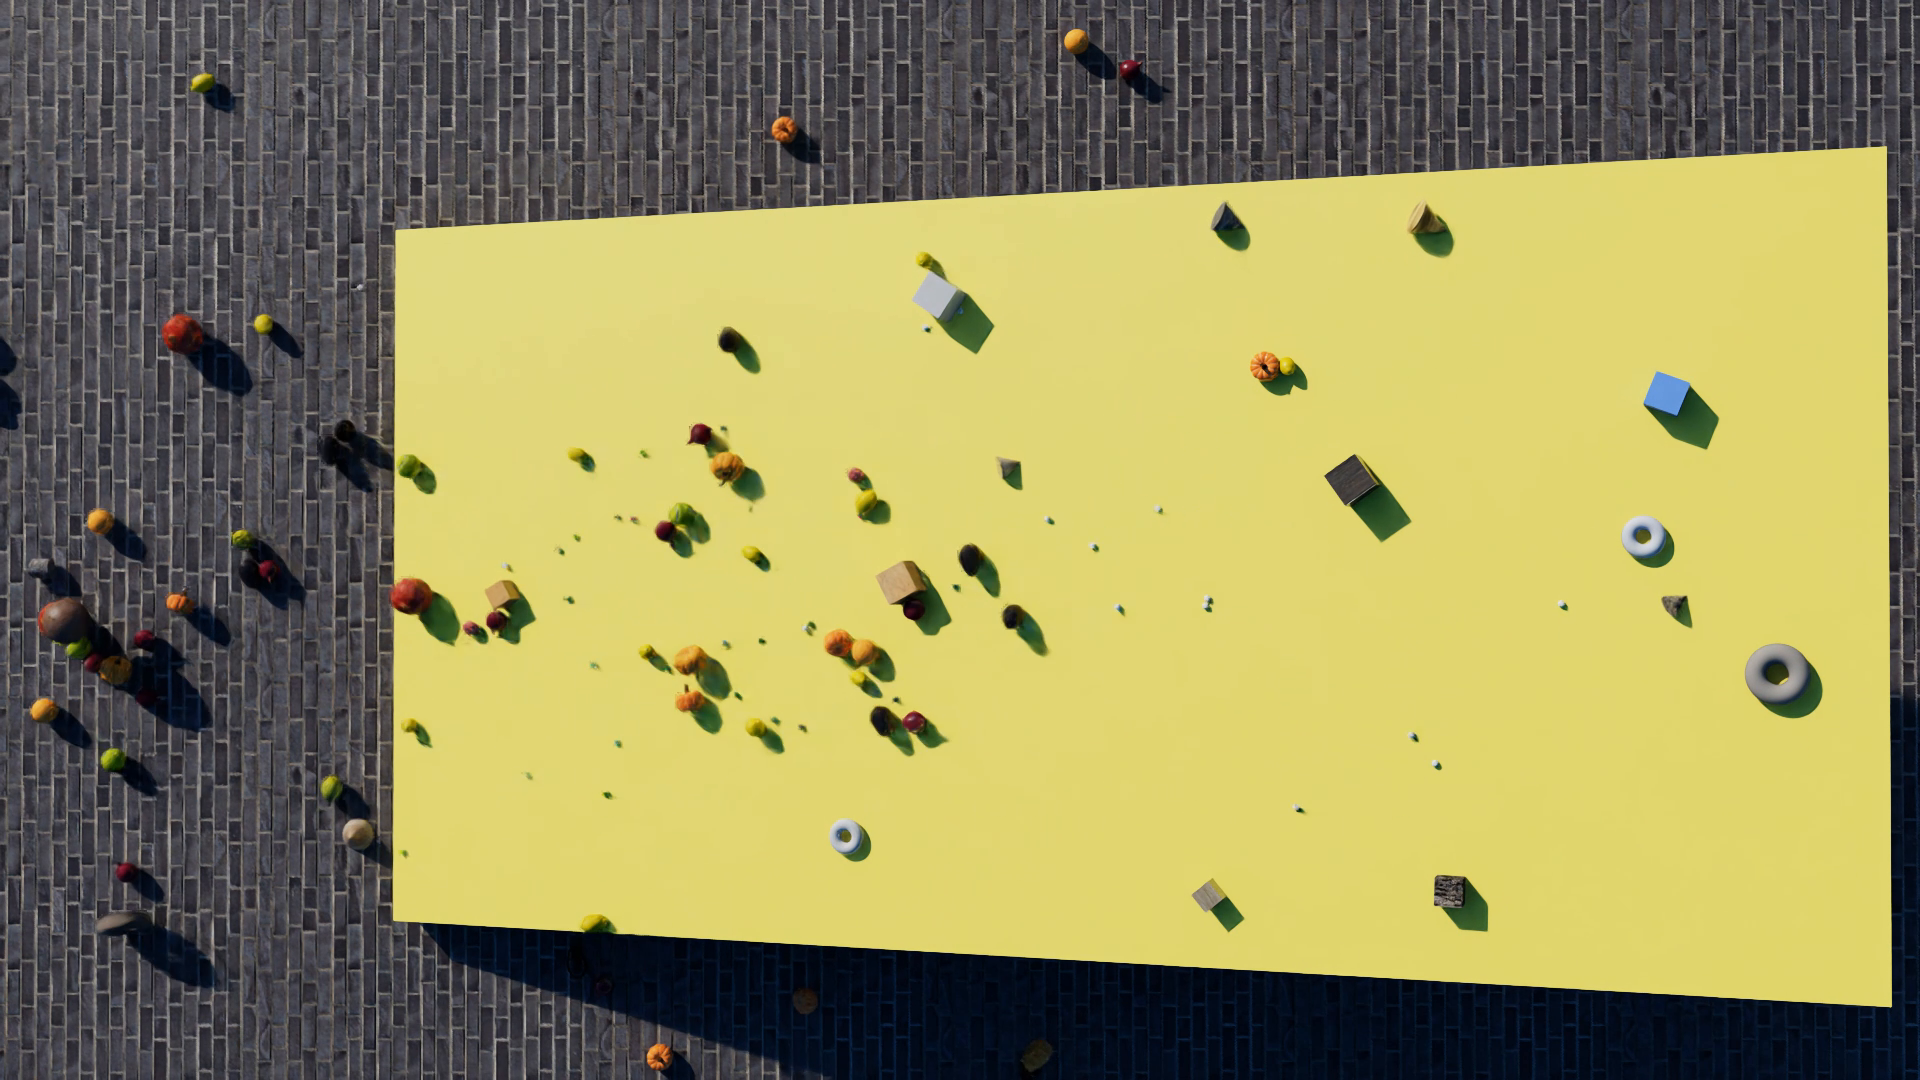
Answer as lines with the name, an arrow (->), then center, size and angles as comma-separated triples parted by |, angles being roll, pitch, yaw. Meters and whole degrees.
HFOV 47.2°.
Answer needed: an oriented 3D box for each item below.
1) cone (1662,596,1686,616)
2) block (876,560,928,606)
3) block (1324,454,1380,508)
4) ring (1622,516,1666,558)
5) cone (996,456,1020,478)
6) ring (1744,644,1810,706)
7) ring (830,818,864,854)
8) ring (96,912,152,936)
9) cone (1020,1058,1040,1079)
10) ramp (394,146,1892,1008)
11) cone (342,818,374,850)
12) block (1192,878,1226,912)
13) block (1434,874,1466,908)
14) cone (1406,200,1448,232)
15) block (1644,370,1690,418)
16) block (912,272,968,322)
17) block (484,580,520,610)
cone -> 1.714, 0.146, 5.245 | 0.054, 0.054, 0.054 | -28, 89, -11
block -> -0.155, 0.113, 5.831 | 0.087, 0.087, 0.087 | -29, 80, 16
block -> 0.975, -0.147, 5.458 | 0.093, 0.093, 0.093 | -37, 79, 14
ring -> 1.638, -0.007, 5.268 | 0.104, 0.035, 0.104 | 0, 89, 20
cone -> 0.131, -0.199, 5.772 | 0.061, 0.061, 0.061 | -15, 89, -9
ring -> 1.920, 0.315, 5.163 | 0.146, 0.049, 0.146 | 0, 90, 19
ring -> -0.305, 0.796, 5.901 | 0.098, 0.033, 0.098 | 0, 90, 19
ring -> -2.423, 1.113, 6.376 | 0.149, 0.149, 0.050 | -9, 74, 0
cone -> 0.190, 1.540, 6.428 | 0.067, 0.067, 0.067 | -35, 63, 0
ramp -> 0.277, 0.092, 5.787 | 4.000, 0.100, 2.000 | 0, 89, 18
cone -> -1.765, 0.863, 6.406 | 0.094, 0.094, 0.094 | 0, 89, 0
block -> 0.632, 0.901, 5.575 | 0.058, 0.058, 0.058 | -42, 77, 13
block -> 1.199, 0.860, 5.383 | 0.068, 0.068, 0.068 | 1, 90, 18
cone -> 1.165, -0.781, 5.431 | 0.090, 0.090, 0.090 | 24, 89, -10
block -> 1.682, -0.347, 5.232 | 0.082, 0.082, 0.082 | 23, 96, 17
block -> -0.054, -0.642, 5.806 | 0.092, 0.092, 0.092 | 36, 100, 15
block -> -1.293, 0.154, 6.221 | 0.062, 0.062, 0.062 | -31, 80, 16
